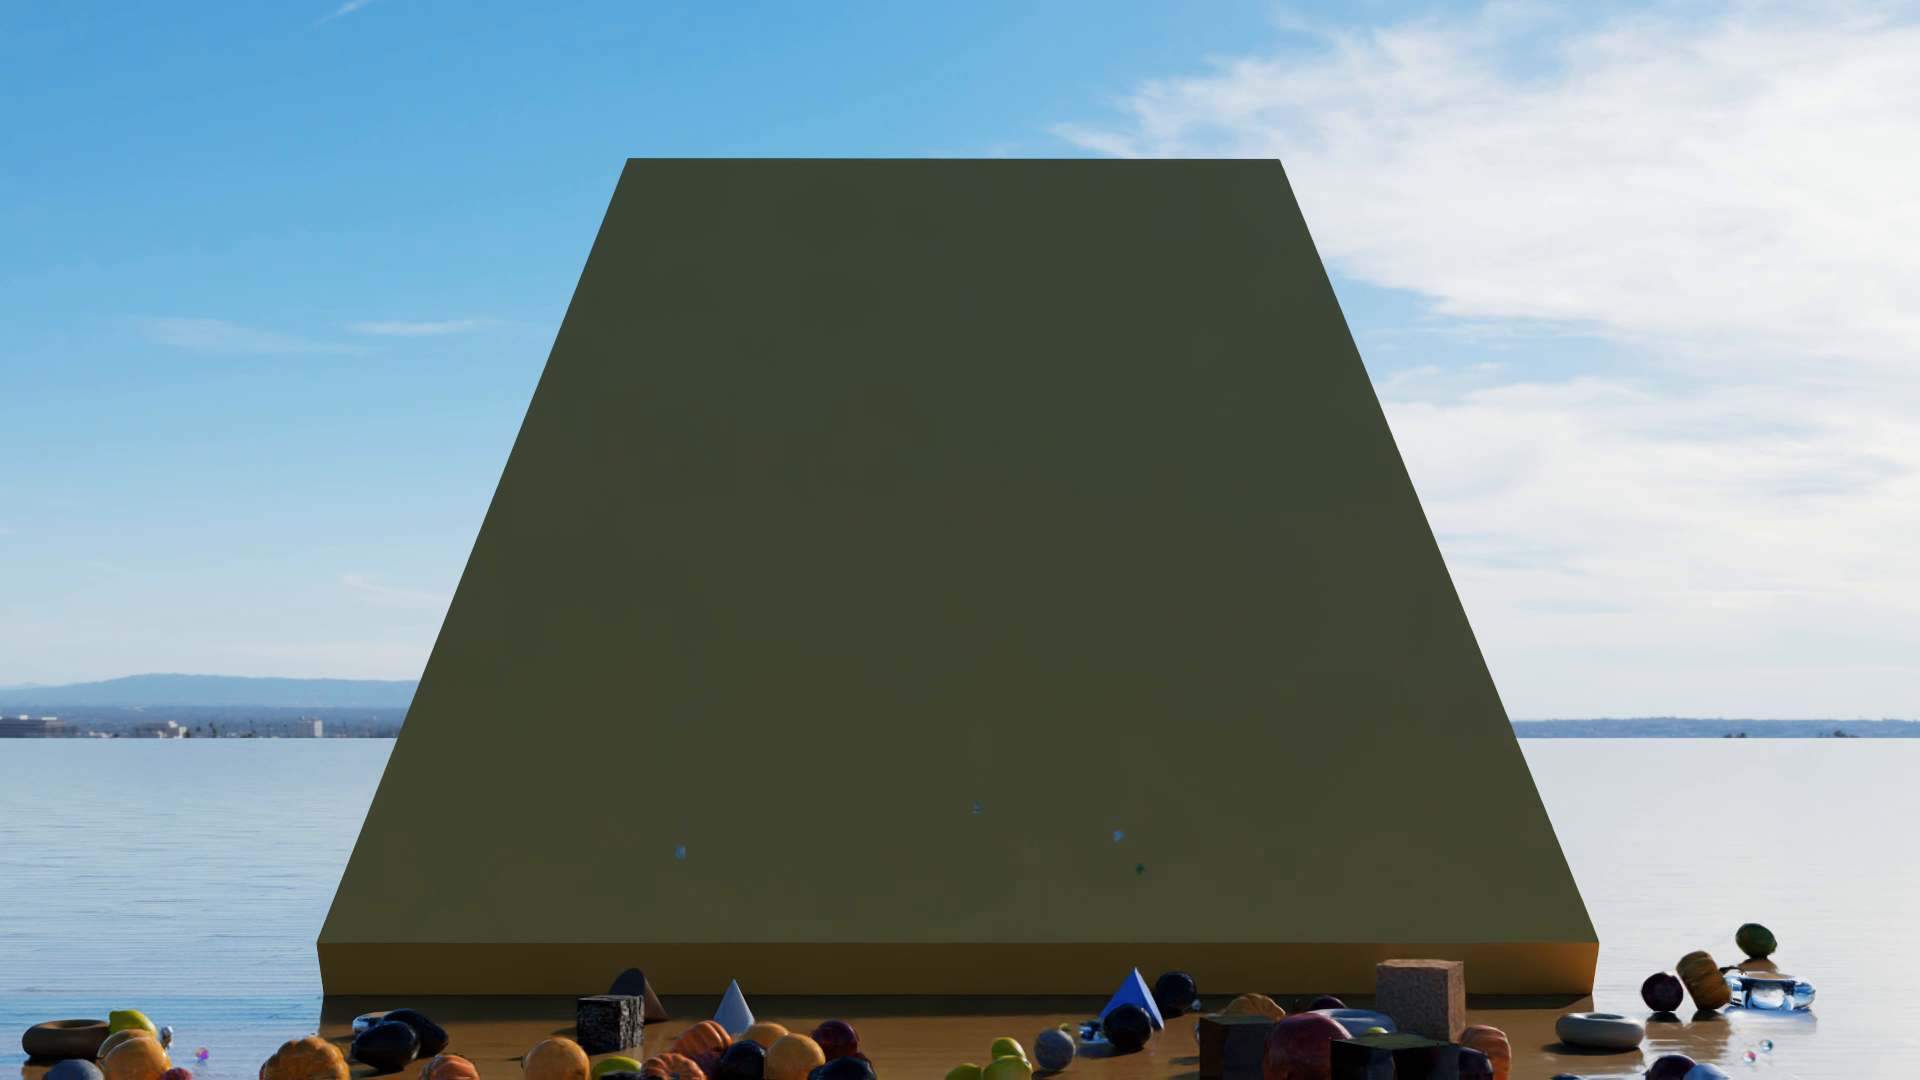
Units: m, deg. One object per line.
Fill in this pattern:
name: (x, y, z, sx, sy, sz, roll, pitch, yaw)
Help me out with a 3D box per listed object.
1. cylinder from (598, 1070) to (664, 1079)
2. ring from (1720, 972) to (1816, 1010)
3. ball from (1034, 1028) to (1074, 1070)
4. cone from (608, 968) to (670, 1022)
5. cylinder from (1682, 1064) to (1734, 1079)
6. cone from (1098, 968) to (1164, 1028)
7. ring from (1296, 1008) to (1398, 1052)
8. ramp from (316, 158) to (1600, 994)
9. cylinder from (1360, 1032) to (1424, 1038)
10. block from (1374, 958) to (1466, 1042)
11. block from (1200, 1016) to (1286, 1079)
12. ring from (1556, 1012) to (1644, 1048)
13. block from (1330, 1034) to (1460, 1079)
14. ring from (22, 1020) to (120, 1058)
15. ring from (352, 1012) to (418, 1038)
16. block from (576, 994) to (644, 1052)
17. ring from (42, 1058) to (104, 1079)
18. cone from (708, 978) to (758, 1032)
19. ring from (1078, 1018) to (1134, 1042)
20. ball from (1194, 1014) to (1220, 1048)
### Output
cylinder: (-0.338, 0.580, 2.438, 0.062, 0.062, 0.062, -4, -6, 43)
ring: (1.219, 0.681, 3.571, 0.139, 0.046, 0.139, 1, -4, 0)
ball: (0.115, 0.624, 2.899, 0.050, 0.050, 0.050, 0, -5, 0)
cone: (-0.446, 0.668, 3.375, 0.086, 0.086, 0.086, 36, -25, -33)
cylinder: (0.772, 0.568, 2.423, 0.051, 0.051, 0.051, 0, 4, -5)
cone: (0.225, 0.663, 3.321, 0.090, 0.090, 0.090, -27, -7, 4)
ring: (0.507, 0.644, 3.107, 0.132, 0.044, 0.132, 0, -3, 0)
ramp: (-0.010, -0.227, 5.496, 2.000, 0.100, 4.000, 0, 27, 0)
cylinder: (0.485, 0.593, 2.654, 0.072, 0.072, 0.072, 0, -5, 0)
block: (0.625, 0.624, 3.211, 0.099, 0.099, 0.099, -2, -4, 24)
block: (0.330, 0.600, 2.768, 0.077, 0.077, 0.077, 1, -5, -14)
ring: (0.847, 0.649, 3.132, 0.114, 0.038, 0.114, 1, -5, 0)
block: (0.450, 0.566, 2.448, 0.093, 0.093, 0.093, 3, -5, -33)
ring: (-1.142, 0.641, 3.040, 0.117, 0.039, 0.117, 0, -3, 0)
ring: (-0.783, 0.661, 3.225, 0.088, 0.029, 0.088, -1, -4, 0)
block: (-0.459, 0.634, 3.113, 0.064, 0.064, 0.064, -2, -5, 21)
ring: (-0.783, 0.519, 2.068, 0.043, 0.129, 0.129, 17, -14, -36)
cone: (-0.315, 0.645, 3.294, 0.072, 0.072, 0.072, 0, -5, 0)
ring: (0.198, 0.660, 3.191, 0.076, 0.025, 0.076, -1, -5, 0)
ball: (0.326, 0.634, 3.035, 0.052, 0.052, 0.052, 0, -5, 0)
